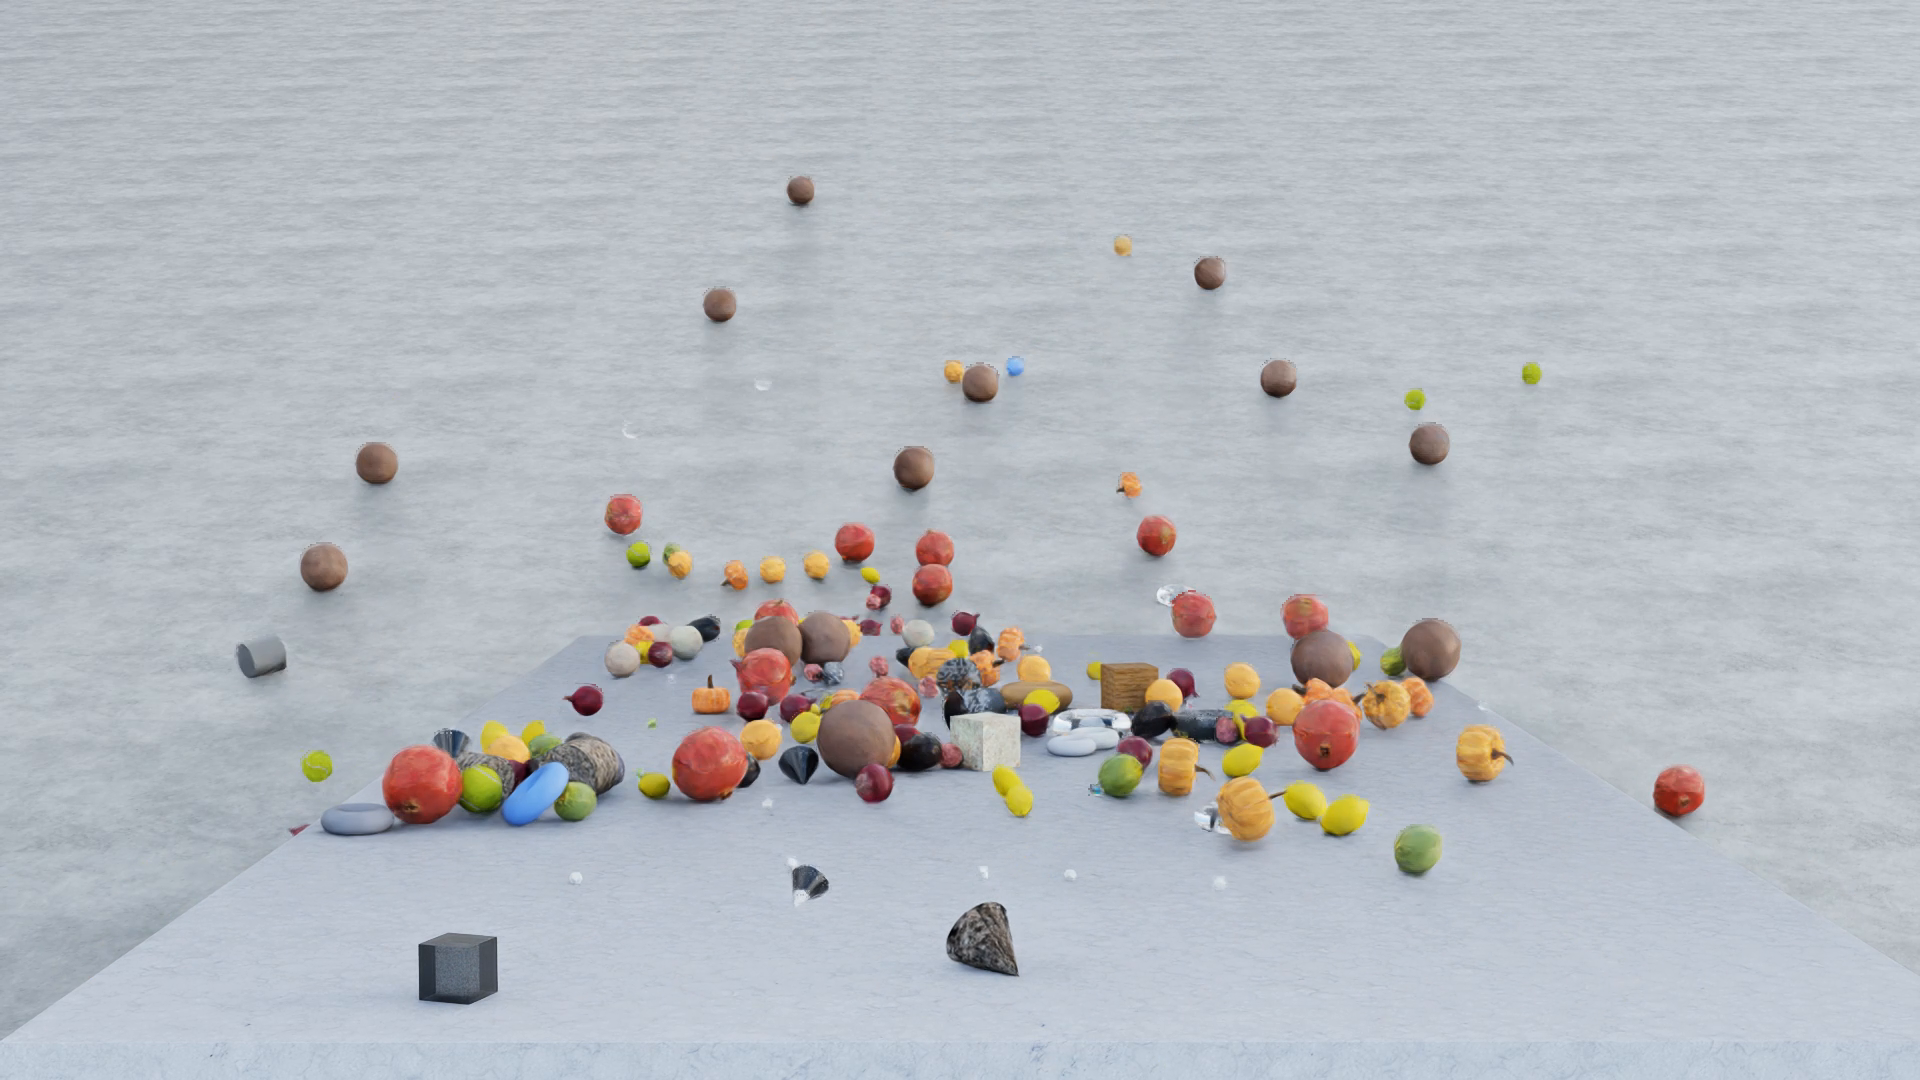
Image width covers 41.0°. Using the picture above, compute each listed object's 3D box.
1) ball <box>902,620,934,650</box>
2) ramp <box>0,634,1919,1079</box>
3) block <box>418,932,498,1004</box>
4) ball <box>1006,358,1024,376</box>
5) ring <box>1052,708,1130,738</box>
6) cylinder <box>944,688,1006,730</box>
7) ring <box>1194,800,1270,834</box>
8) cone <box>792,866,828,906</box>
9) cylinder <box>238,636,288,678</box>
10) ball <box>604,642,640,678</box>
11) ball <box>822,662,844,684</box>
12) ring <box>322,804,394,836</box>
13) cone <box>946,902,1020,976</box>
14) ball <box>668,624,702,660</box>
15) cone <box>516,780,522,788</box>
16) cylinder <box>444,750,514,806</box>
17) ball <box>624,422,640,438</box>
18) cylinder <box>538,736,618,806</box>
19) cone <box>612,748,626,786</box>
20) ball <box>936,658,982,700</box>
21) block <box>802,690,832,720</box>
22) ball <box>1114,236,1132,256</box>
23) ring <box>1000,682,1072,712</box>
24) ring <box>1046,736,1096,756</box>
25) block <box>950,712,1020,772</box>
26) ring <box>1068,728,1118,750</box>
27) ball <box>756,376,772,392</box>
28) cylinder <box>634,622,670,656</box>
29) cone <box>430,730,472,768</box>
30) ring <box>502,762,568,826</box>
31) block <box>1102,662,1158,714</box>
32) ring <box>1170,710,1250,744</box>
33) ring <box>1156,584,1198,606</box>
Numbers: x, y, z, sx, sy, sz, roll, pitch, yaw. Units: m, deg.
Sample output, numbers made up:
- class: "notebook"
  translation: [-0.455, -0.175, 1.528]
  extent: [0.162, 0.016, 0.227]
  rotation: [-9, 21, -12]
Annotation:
- class: "ball"
  translation: [-0.100, 0.227, 6.155]
  extent: [0.076, 0.076, 0.076]
  rotation: [0, 20, 0]
- class: "ramp"
  translation: [0.046, 0.418, 4.535]
  extent: [2.000, 0.100, 4.000]
  rotation: [0, 4, 0]
- class: "block"
  translation: [-0.532, 0.454, 2.721]
  extent: [0.060, 0.060, 0.060]
  rotation: [1, 4, 19]
- class: "ball"
  translation: [0.197, -0.611, 9.091]
  extent: [0.062, 0.062, 0.062]
  rotation: [0, 20, 0]
- class: "ring"
  translation: [0.239, 0.337, 4.663]
  extent: [0.143, 0.048, 0.143]
  rotation: [-1, 4, 0]
- class: "cylinder"
  translation: [0.028, 0.315, 4.709]
  extent: [0.083, 0.083, 0.083]
  rotation: [-2, 18, -30]
- class: "ring"
  translation: [0.395, 0.402, 3.728]
  extent: [0.108, 0.036, 0.108]
  rotation: [-1, 4, 0]
- class: "cone"
  translation: [-0.197, 0.442, 3.202]
  extent: [0.050, 0.050, 0.050]
  rotation: [7, 32, 18]
- class: "cylinder"
  translation: [-1.773, 0.297, 6.522]
  extent: [0.090, 0.090, 0.090]
  rotation: [-18, 26, -40]
- class: "ball"
  translation: [-0.737, 0.262, 5.601]
  extent: [0.078, 0.078, 0.078]
  rotation: [0, 20, 0]
- class: "ball"
  translation: [-0.271, 0.283, 5.477]
  extent: [0.050, 0.050, 0.050]
  rotation: [0, 20, 0]
- class: "ring"
  translation: [-0.872, 0.404, 3.715]
  extent: [0.103, 0.034, 0.103]
  rotation: [1, 5, 0]
- class: "cone"
  translation: [0.042, 0.458, 2.837]
  extent: [0.083, 0.083, 0.083]
  rotation: [-14, 39, -33]
- class: "ball"
  translation: [-0.637, 0.238, 5.957]
  extent: [0.081, 0.081, 0.081]
  rotation: [0, 20, 0]
- class: "cone"
  translation: [-0.661, 0.385, 3.861]
  extent: [0.053, 0.053, 0.053]
  rotation: [0, 4, 0]
- class: "cylinder"
  translation: [-0.741, 0.368, 3.962]
  extent: [0.075, 0.075, 0.075]
  rotation: [9, 21, 38]
- class: "ball"
  translation: [-1.074, -0.360, 8.400]
  extent: [0.056, 0.056, 0.056]
  rotation: [0, 20, 0]
- class: "cylinder"
  translation: [-0.591, 0.357, 3.977]
  extent: [0.094, 0.094, 0.094]
  rotation: [5, 5, 15]
- class: "cone"
  translation: [-0.592, 0.378, 4.067]
  extent: [0.090, 0.090, 0.090]
  rotation: [8, 33, 22]
- class: "ball"
  translation: [-0.002, 0.283, 5.144]
  extent: [0.093, 0.093, 0.093]
  rotation: [0, 20, 0]
- class: "block"
  translation: [-0.275, 0.317, 4.938]
  extent: [0.052, 0.052, 0.052]
  rotation: [0, 4, 6]
- class: "ball"
  translation: [0.686, -1.238, 10.807]
  extent: [0.081, 0.081, 0.081]
  rotation: [0, 20, 0]
- class: "ring"
  translation: [0.150, 0.309, 5.083]
  extent: [0.146, 0.049, 0.146]
  rotation: [1, 3, 0]
- class: "ring"
  translation: [0.194, 0.358, 4.467]
  extent: [0.086, 0.029, 0.086]
  rotation: [-1, 4, 0]
- class: "block"
  translation: [0.043, 0.339, 4.328]
  extent: [0.084, 0.084, 0.084]
  rotation: [-3, 5, -41]
- class: "ring"
  translation: [0.235, 0.352, 4.550]
  extent: [0.093, 0.031, 0.093]
  rotation: [-1, 5, 0]
- class: "ball"
  translation: [-0.681, -0.544, 8.918]
  extent: [0.053, 0.053, 0.053]
  rotation: [0, 20, 0]
- class: "cylinder"
  translation: [-0.727, 0.235, 6.084]
  extent: [0.069, 0.069, 0.069]
  rotation: [-11, 22, -26]
- class: "cone"
  translation: [-0.851, 0.368, 4.295]
  extent: [0.072, 0.072, 0.072]
  rotation: [-4, 31, -10]
- class: "ring"
  translation: [-0.625, 0.375, 3.780]
  extent: [0.116, 0.039, 0.116]
  rotation: [-39, 14, 11]
- class: "block"
  translation: [0.333, 0.291, 5.040]
  extent: [0.090, 0.090, 0.090]
  rotation: [-1, 4, -13]
- class: "ring"
  translation: [0.452, 0.337, 4.649]
  extent: [0.143, 0.048, 0.143]
  rotation: [0, 5, 0]
- class: "ring"
  translation: [0.593, 0.152, 7.007]
  extent: [0.111, 0.037, 0.111]
  rotation: [1, 20, -1]
